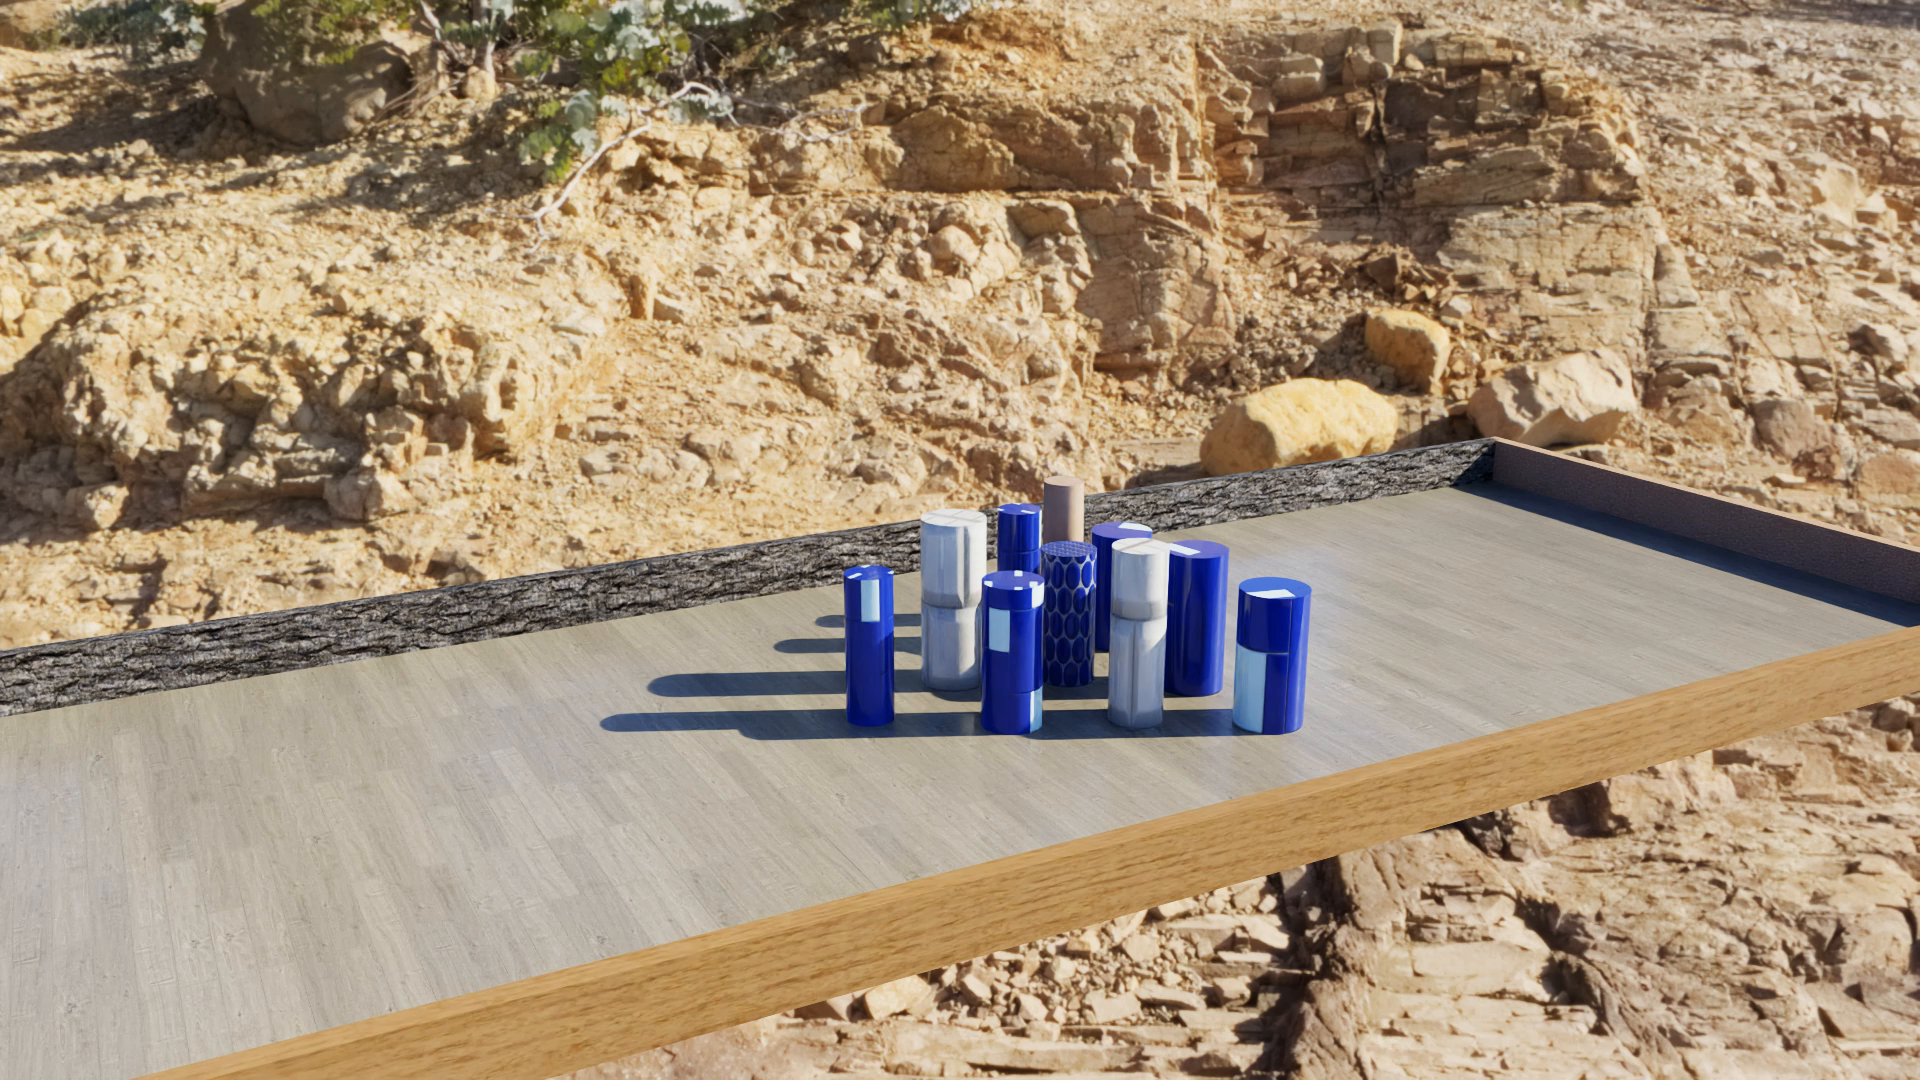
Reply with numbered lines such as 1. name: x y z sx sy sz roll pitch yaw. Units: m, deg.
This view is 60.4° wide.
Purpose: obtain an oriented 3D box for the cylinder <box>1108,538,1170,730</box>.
1. cylinder: 0.415 0.219 3.851 0.132 0.428 0.132 0 16 0

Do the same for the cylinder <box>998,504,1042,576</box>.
1. cylinder: 0.156 0.096 4.372 0.115 0.370 0.115 0 16 0

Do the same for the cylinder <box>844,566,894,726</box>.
1. cylinder: -0.212 0.249 3.870 0.116 0.360 0.116 0 16 0

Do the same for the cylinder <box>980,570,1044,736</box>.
1. cylinder: 0.122 0.262 3.838 0.145 0.354 0.145 0 16 0

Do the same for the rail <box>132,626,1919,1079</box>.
1. rail: -2.336 1.006 1.665 12.000 0.150 0.050 -9 18 -27

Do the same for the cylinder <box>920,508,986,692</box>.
1. cylinder: -0.016 0.148 4.096 0.162 0.425 0.162 0 16 0

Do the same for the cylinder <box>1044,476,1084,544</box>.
1. cylinder: 0.285 0.027 4.563 0.111 0.395 0.111 0 16 0

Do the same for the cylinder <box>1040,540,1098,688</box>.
1. cylinder: 0.270 0.184 4.125 0.138 0.340 0.138 0 16 0

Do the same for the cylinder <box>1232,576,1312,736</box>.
1. cylinder: 0.727 0.269 3.851 0.166 0.332 0.166 0 16 0

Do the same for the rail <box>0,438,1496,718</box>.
1. rail: -3.305 0.497 3.399 12.000 0.150 0.050 -9 18 -27

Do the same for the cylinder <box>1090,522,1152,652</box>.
1. cylinder: 0.425 0.125 4.375 0.160 0.313 0.160 0 16 0

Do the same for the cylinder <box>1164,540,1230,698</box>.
1. cylinder: 0.577 0.193 4.067 0.156 0.356 0.156 0 16 0

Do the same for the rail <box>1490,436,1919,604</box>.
1. rail: 2.466 -0.048 5.253 0.050 0.150 2.100 -9 18 -27
